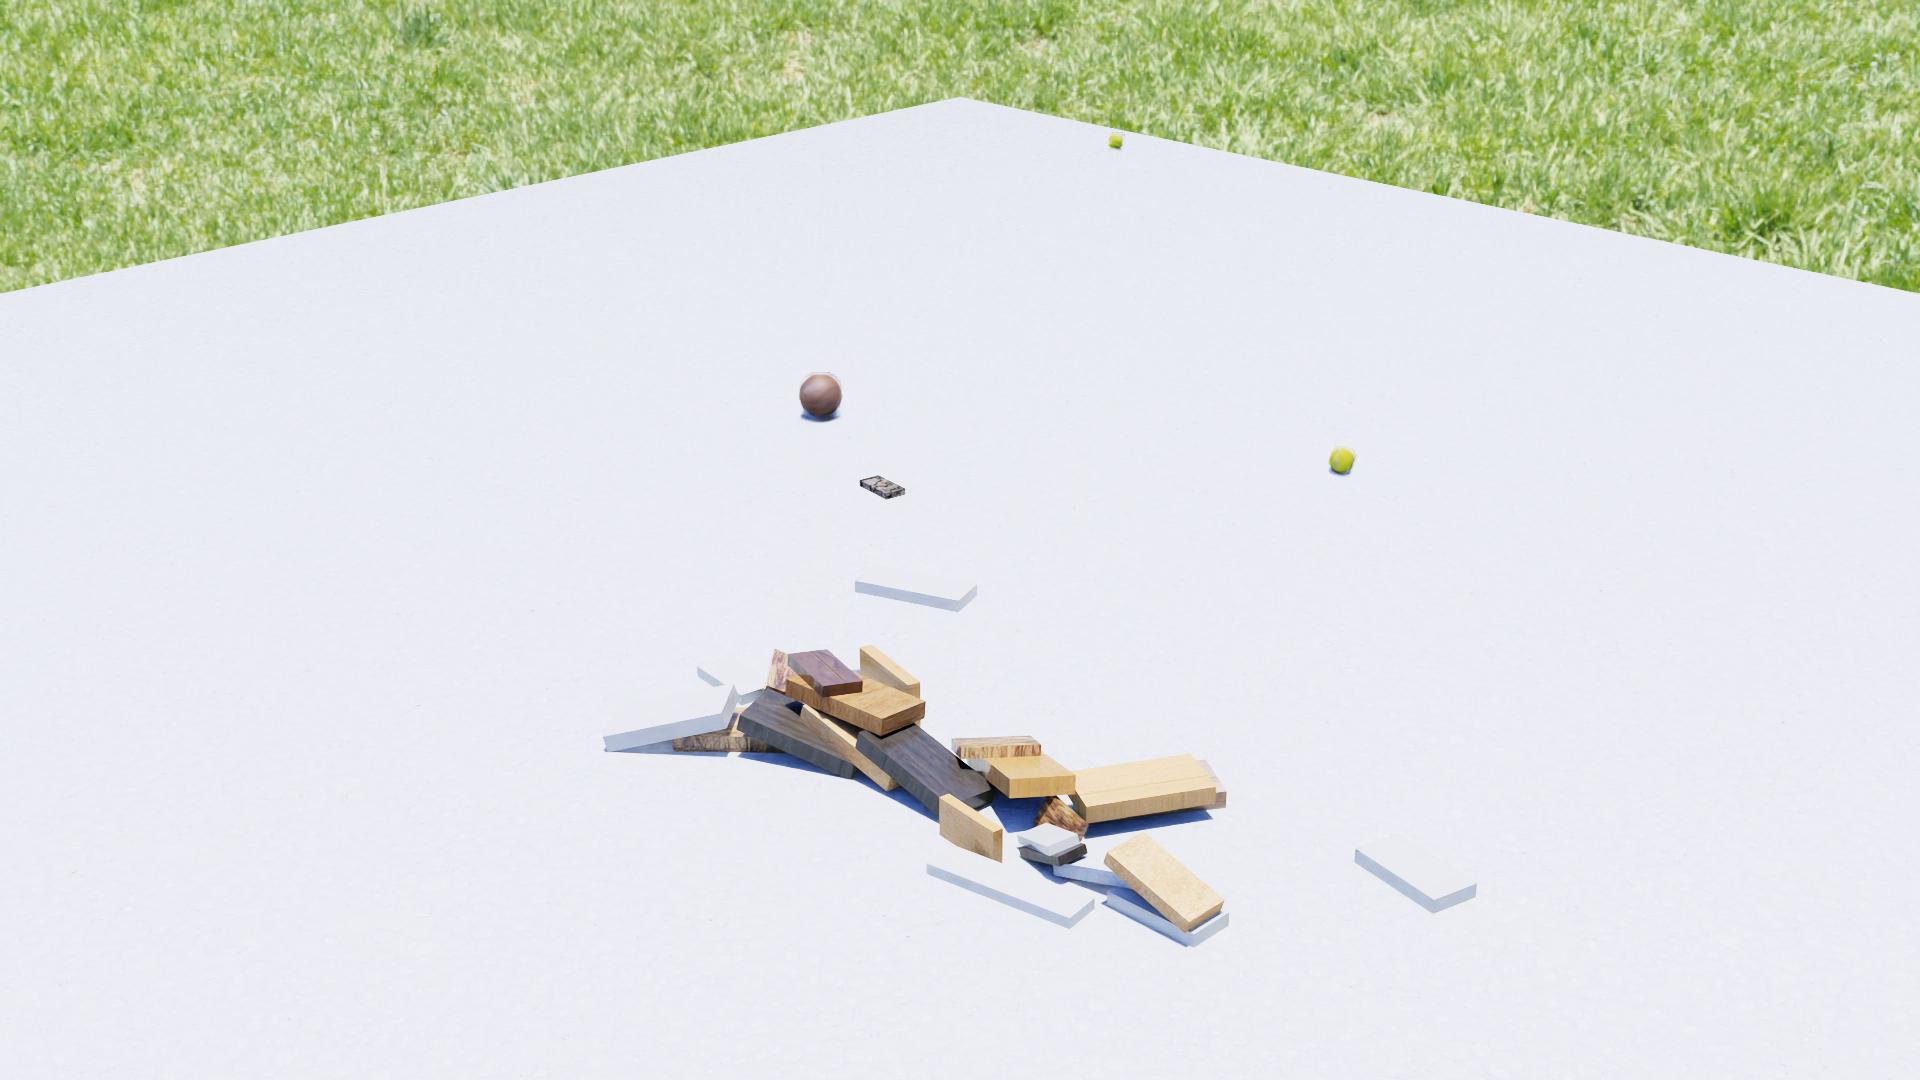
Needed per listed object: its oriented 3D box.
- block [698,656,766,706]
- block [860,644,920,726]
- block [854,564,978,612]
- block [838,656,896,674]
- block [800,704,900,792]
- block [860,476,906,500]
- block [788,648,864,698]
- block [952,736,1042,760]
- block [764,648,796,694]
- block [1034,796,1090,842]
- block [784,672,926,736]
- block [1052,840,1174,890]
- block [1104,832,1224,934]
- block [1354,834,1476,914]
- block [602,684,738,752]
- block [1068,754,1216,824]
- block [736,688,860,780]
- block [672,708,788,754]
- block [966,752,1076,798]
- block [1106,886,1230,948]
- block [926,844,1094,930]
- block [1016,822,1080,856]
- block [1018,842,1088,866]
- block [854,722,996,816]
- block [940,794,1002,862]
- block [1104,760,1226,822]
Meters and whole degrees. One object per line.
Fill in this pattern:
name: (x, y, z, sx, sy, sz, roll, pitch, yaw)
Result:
block: (-0.506, 0.317, 4.980, 0.093, 0.026, 0.185, -17, 28, -35)
block: (-0.155, 0.324, 4.858, 0.031, 0.109, 0.219, -13, 26, -28)
block: (-0.109, 0.119, 5.441, 0.283, 0.031, 0.109, 10, 25, 23)
block: (-0.216, 0.291, 5.052, 0.135, 0.018, 0.064, -1, 23, -3)
block: (-0.194, 0.419, 4.625, 0.275, 0.039, 0.138, 35, 33, 33)
block: (-0.215, -0.146, 6.082, 0.064, 0.018, 0.129, -17, 28, -34)
block: (-0.288, 0.283, 4.684, 0.093, 0.026, 0.185, -6, 22, -27)
block: (0.075, 0.429, 4.553, 0.170, 0.024, 0.085, -1, 8, -14)
block: (-0.387, 0.312, 4.949, 0.093, 0.026, 0.185, 21, 22, -8)
block: (0.200, 0.561, 4.350, 0.019, 0.068, 0.136, 20, 10, -33)
block: (-0.222, 0.335, 4.649, 0.275, 0.039, 0.138, 19, 24, 36)
block: (0.293, 0.622, 4.204, 0.209, 0.030, 0.104, 4, 19, 38)
block: (0.377, 0.633, 4.077, 0.104, 0.030, 0.209, -22, 48, -41)
block: (0.872, 0.638, 4.218, 0.109, 0.031, 0.219, -14, 27, -29)
block: (-0.620, 0.381, 4.720, 0.270, 0.038, 0.135, -12, 22, 12)
block: (0.361, 0.499, 4.432, 0.275, 0.039, 0.138, -7, 26, -15)
block: (-0.322, 0.409, 4.662, 0.270, 0.038, 0.135, 22, 28, 13)
block: (-0.476, 0.409, 4.747, 0.270, 0.038, 0.135, 1, 23, 1)
block: (0.122, 0.469, 4.500, 0.138, 0.039, 0.293, -1, 8, -17)
block: (0.387, 0.687, 4.104, 0.209, 0.030, 0.104, 21, 31, 40)
block: (0.094, 0.657, 4.180, 0.329, 0.024, 0.085, 16, 28, 33)
block: (0.171, 0.581, 4.271, 0.068, 0.019, 0.136, -19, 10, -22)
block: (0.180, 0.601, 4.255, 0.068, 0.019, 0.136, -21, 11, -30)
block: (-0.072, 0.467, 4.514, 0.138, 0.039, 0.275, -15, 40, -44)
block: (0.021, 0.571, 4.306, 0.024, 0.085, 0.170, -17, 28, -34)
block: (0.392, 0.513, 4.502, 0.275, 0.039, 0.138, -5, 23, -11)
